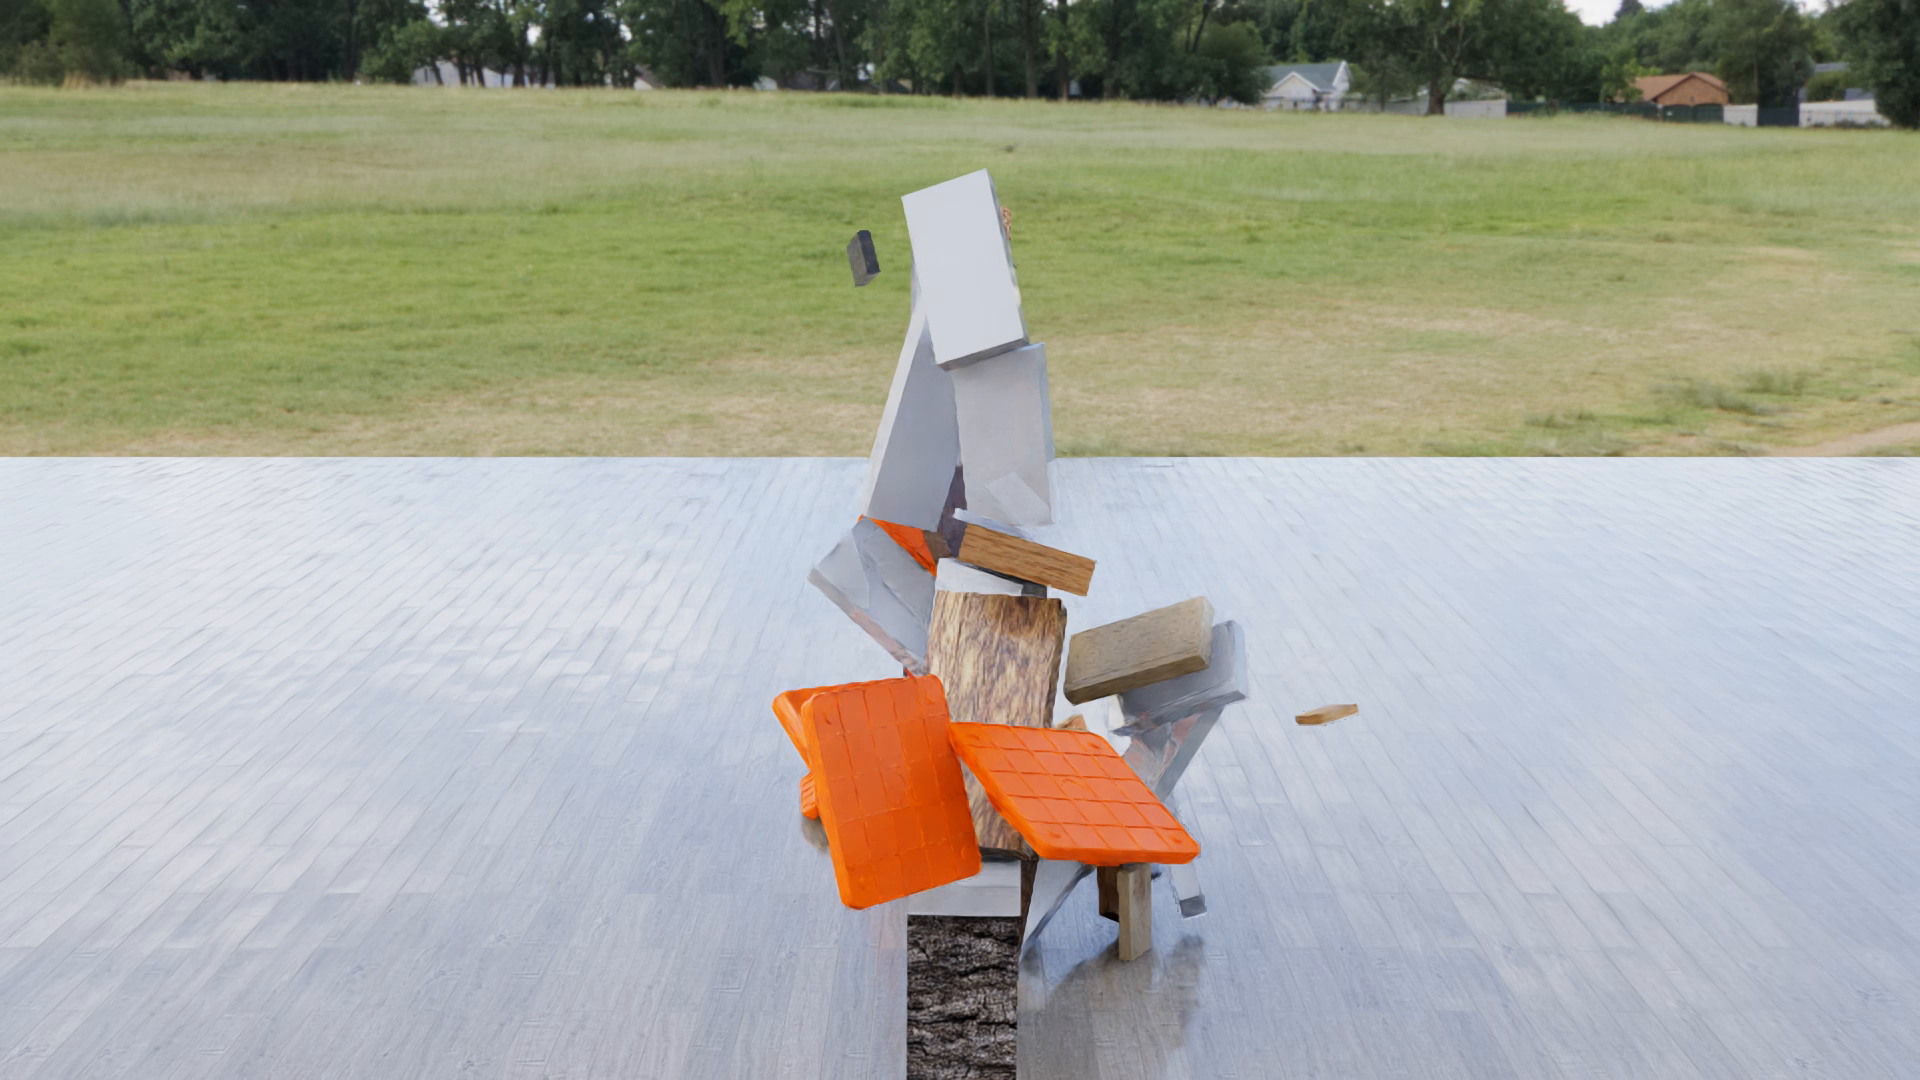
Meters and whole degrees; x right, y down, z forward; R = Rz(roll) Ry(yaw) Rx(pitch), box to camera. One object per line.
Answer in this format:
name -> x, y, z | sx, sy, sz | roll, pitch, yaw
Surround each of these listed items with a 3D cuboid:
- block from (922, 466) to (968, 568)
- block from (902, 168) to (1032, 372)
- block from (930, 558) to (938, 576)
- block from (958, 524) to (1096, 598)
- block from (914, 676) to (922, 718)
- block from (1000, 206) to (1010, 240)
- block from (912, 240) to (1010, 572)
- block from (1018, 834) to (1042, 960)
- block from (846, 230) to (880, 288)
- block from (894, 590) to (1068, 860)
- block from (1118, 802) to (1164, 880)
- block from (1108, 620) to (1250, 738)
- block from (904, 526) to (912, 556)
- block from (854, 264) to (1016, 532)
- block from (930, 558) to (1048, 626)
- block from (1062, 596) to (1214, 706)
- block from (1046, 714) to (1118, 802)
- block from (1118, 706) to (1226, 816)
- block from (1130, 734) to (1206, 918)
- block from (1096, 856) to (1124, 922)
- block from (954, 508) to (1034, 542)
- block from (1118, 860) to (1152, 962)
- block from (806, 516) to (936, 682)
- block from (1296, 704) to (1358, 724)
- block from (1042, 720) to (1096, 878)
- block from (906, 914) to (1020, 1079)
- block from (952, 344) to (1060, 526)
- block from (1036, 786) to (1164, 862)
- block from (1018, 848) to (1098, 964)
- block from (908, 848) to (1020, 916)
block -> 0.018, 0.024, 3.312 | 0.037, 0.265, 0.132 | -22, 1, 38
block -> 0.008, -0.361, 2.942 | 0.123, 0.246, 0.035 | -16, -16, 15
block -> -0.011, 0.022, 3.543 | 0.063, 0.127, 0.018 | 4, -34, 3
block -> 0.094, 0.027, 2.993 | 0.172, 0.049, 0.345 | 17, 1, 3
block -> -0.001, 0.364, 4.004 | 0.161, 0.322, 0.046 | 0, 11, 1
block -> 0.000, -0.522, 3.611 | 0.157, 0.045, 0.315 | 0, 10, 0
block -> 0.000, -0.182, 3.582 | 0.158, 0.614, 0.045 | 0, 13, -2
block -> 0.027, 0.542, 3.133 | 0.134, 0.267, 0.038 | 11, 3, 3
block -> -0.112, -0.325, 2.543 | 0.014, 0.050, 0.101 | -15, 1, -10
block -> 0.031, 0.241, 2.905 | 0.172, 0.345, 0.049 | 4, -22, 15
block -> 0.269, 0.485, 3.552 | 0.070, 0.020, 0.140 | 11, 42, -51
block -> 0.314, 0.202, 3.192 | 0.222, 0.111, 0.031 | -22, -34, 34
block -> -0.010, 0.002, 3.871 | 0.174, 0.347, 0.049 | 0, 11, 1
block -> -0.035, -0.218, 3.159 | 0.123, 0.403, 0.035 | 12, 8, -34
block -> 0.024, 0.220, 3.110 | 0.049, 0.362, 0.172 | -2, 13, -43
block -> 0.257, 0.160, 3.166 | 0.222, 0.031, 0.111 | -18, 40, 29
block -> 0.188, 0.376, 3.498 | 0.087, 0.175, 0.025 | -29, 11, -33
block -> 0.321, 0.301, 3.365 | 0.031, 0.222, 0.111 | 14, 30, -26
block -> 0.318, 0.400, 3.535 | 0.037, 0.398, 0.132 | -16, -23, 2
block -> 0.251, 0.544, 3.528 | 0.070, 0.140, 0.020 | 27, -44, -36
block -> 0.045, -0.020, 2.959 | 0.101, 0.014, 0.050 | 17, 1, -16
block -> 0.270, 0.570, 3.389 | 0.020, 0.140, 0.070 | 4, 12, 32
block -> -0.089, 0.098, 3.313 | 0.132, 0.265, 0.037 | -48, 0, -35
block -> 0.578, 0.274, 3.461 | 0.050, 0.014, 0.101 | -6, 2, 43
block -> 0.167, 0.421, 3.557 | 0.033, 0.233, 0.117 | -28, 2, 37
block -> 0.003, 0.601, 2.830 | 0.141, 0.283, 0.040 | 1, 12, 0
block -> 0.063, -0.142, 2.984 | 0.123, 0.246, 0.035 | 1, 19, 23
block -> 0.174, 0.428, 3.356 | 0.267, 0.038, 0.134 | 14, 16, -43
block -> 0.098, 0.526, 3.393 | 0.134, 0.038, 0.267 | 23, 44, 21
block -> 0.008, 0.425, 2.890 | 0.141, 0.040, 0.283 | 1, 10, 1
